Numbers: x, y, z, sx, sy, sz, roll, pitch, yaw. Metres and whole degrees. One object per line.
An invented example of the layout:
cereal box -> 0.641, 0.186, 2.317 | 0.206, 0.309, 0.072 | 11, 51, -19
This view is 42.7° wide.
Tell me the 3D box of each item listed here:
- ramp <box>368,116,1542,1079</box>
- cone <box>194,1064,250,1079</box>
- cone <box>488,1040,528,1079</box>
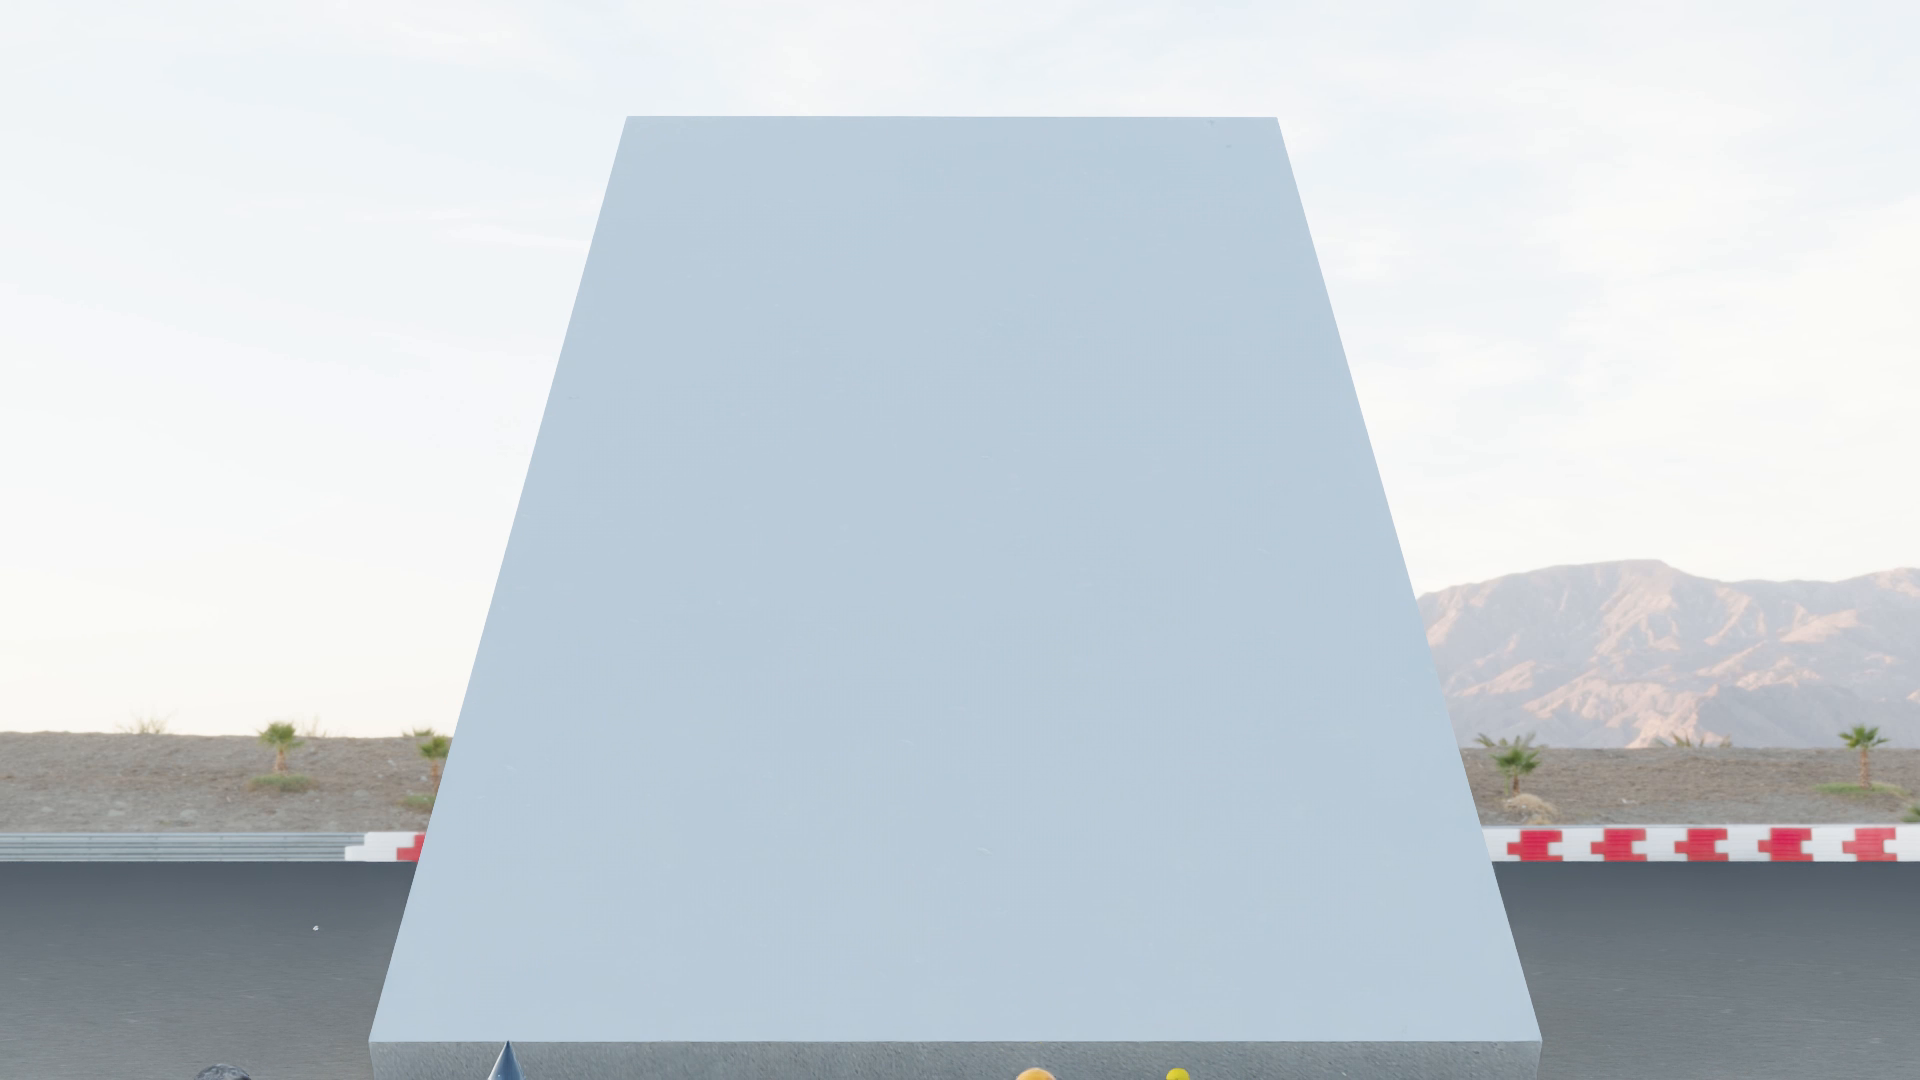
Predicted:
ramp -> -0.015, -0.183, 5.891 | 2.000, 0.100, 4.000 | 0, 33, 0
cone -> -1.112, 0.847, 3.686 | 0.092, 0.092, 0.092 | 3, -34, -20
cone -> -0.730, 0.853, 3.956 | 0.097, 0.097, 0.097 | 0, -7, 0
